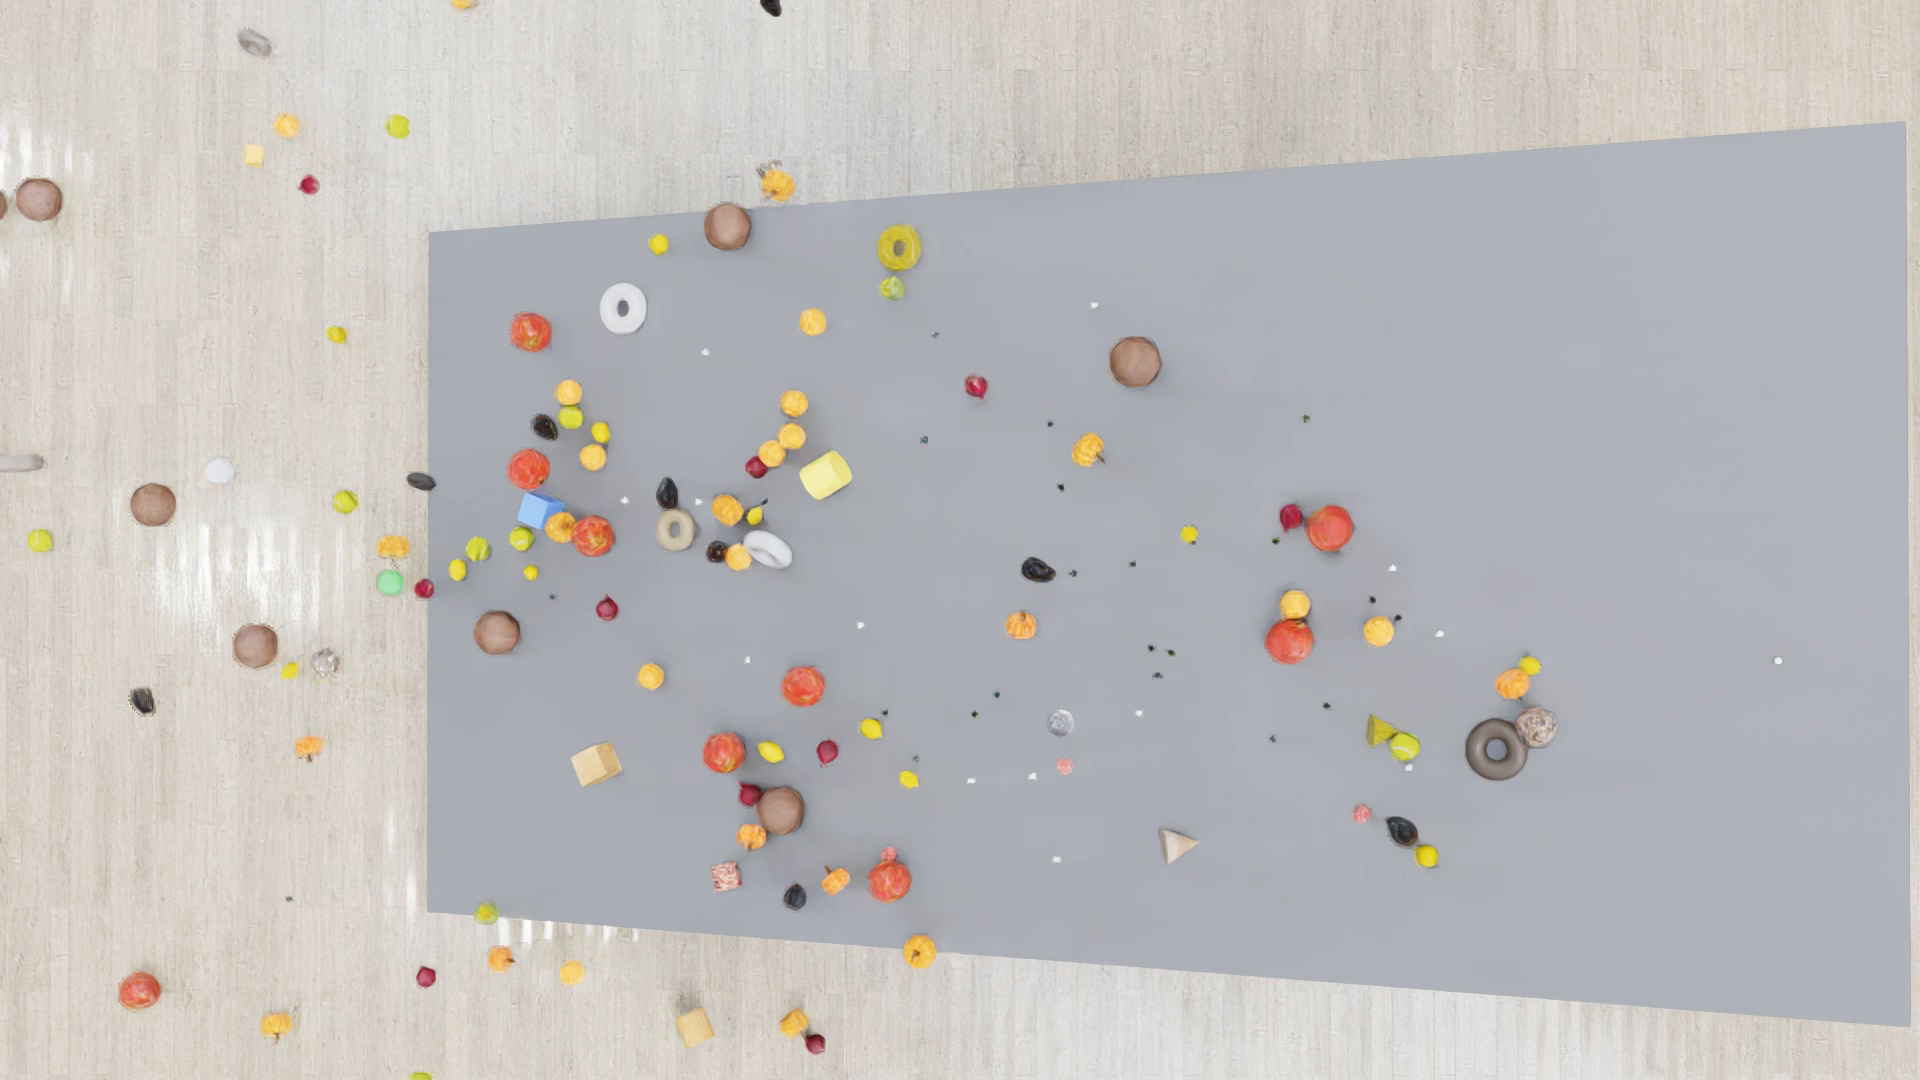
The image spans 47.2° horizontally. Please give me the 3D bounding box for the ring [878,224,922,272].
[{"bbox_3d":[-0.161,-0.776,5.835,0.128,0.043,0.128,-1,88,25],"label":"ring"}]

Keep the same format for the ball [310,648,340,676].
[{"bbox_3d":[-1.883,0.364,6.516,0.083,0.083,0.083,0,89,0],"label":"ball"}]

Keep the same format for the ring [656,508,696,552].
[{"bbox_3d":[-0.790,-0.028,6.106,0.123,0.041,0.123,-1,88,25],"label":"ring"}]

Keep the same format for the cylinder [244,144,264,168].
[{"bbox_3d":[-2.098,-1.142,6.538,0.052,0.052,0.052,5,82,0],"label":"cylinder"}]

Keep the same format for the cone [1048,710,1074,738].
[{"bbox_3d":[0.245,0.471,5.625,0.071,0.071,0.071,0,89,24],"label":"cone"}]

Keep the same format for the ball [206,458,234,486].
[{"bbox_3d":[-2.196,-0.204,6.524,0.082,0.082,0.082,0,89,0],"label":"ball"}]

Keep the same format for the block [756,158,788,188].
[{"bbox_3d":[-0.521,-1.019,6.100,0.058,0.058,0.058,-35,113,-14],"label":"block"}]

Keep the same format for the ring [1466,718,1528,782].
[{"bbox_3d":[1.265,0.495,5.185,0.148,0.049,0.148,-1,88,24],"label":"ring"}]

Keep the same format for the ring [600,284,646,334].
[{"bbox_3d":[-0.947,-0.650,6.179,0.145,0.048,0.145,0,90,23],"label":"ring"}]

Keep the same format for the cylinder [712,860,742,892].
[{"bbox_3d":[-0.638,0.920,6.010,0.070,0.070,0.070,-15,84,0],"label":"cylinder"}]

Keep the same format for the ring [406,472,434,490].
[{"bbox_3d":[-1.569,-0.170,6.397,0.084,0.084,0.028,12,67,0],"label":"ring"}]

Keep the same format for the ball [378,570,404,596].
[{"bbox_3d":[-1.676,0.126,6.480,0.077,0.077,0.077,0,89,0],"label":"ball"}]

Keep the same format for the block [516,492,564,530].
[{"bbox_3d":[-1.194,-0.082,6.262,0.082,0.082,0.082,23,98,22],"label":"block"}]

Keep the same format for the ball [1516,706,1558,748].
[{"bbox_3d":[1.344,0.436,5.126,0.094,0.094,0.094,0,89,0],"label":"ball"}]

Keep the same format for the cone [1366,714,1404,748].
[{"bbox_3d":[1.029,0.463,5.297,0.080,0.080,0.080,3,89,-3],"label":"cone"}]

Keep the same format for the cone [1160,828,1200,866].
[{"bbox_3d":[0.557,0.760,5.499,0.094,0.094,0.094,-7,89,-3],"label":"cone"}]

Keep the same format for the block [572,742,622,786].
[{"bbox_3d":[-1.019,0.630,6.174,0.087,0.087,0.087,-28,78,21],"label":"block"}]

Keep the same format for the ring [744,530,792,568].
[{"bbox_3d":[-0.518,0.025,5.929,0.144,0.144,0.048,27,66,0],"label":"ring"}]

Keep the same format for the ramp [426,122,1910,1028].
[{"bbox_3d":[0.283,0.084,5.706,4.000,0.100,2.000,0,89,24],"label":"ramp"}]
